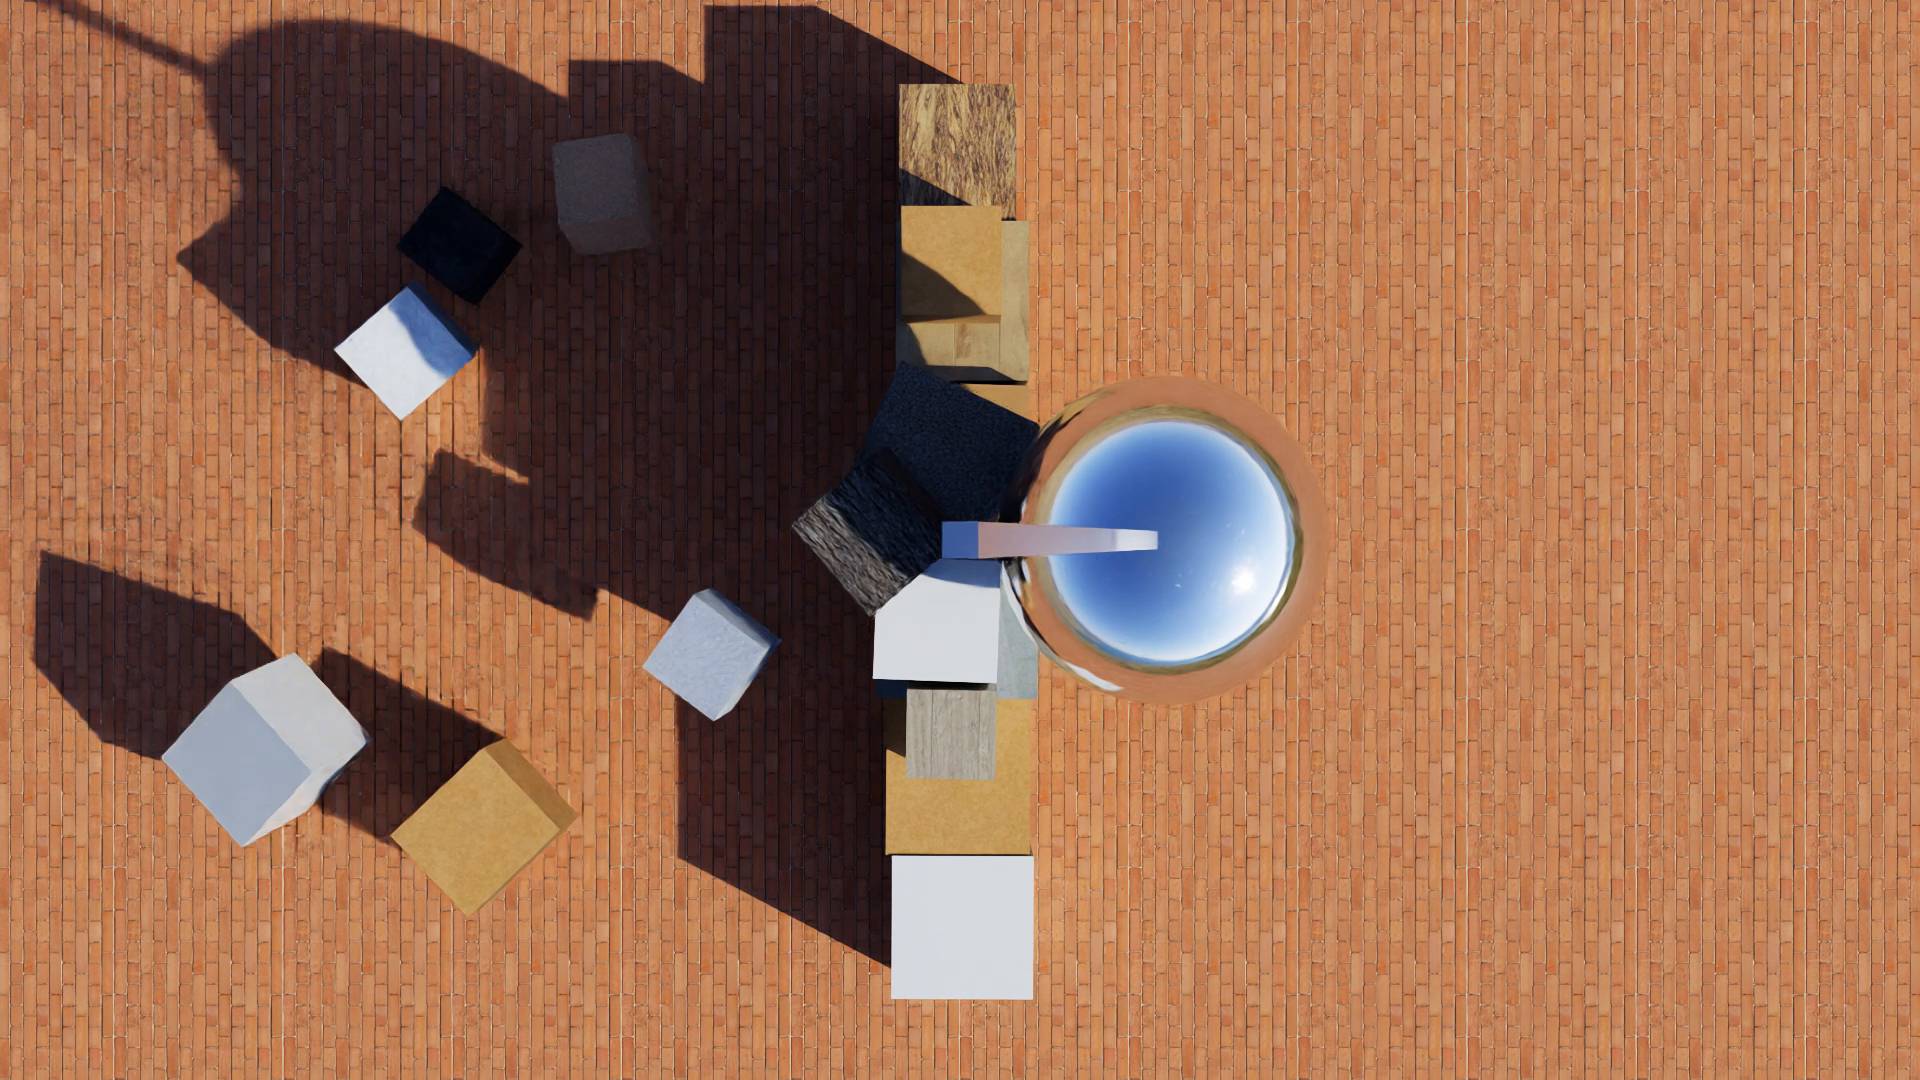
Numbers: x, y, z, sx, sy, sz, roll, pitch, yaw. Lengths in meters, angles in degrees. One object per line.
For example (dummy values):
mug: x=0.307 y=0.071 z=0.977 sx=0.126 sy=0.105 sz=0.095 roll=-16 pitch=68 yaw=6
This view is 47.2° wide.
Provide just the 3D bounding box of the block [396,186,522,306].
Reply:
block: x=-2.906 y=-1.707 z=12.789 sx=0.471 sy=0.423 sz=0.452 roll=38 pitch=90 yaw=0

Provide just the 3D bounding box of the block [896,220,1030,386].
block: x=0.013 y=-1.334 z=12.632 sx=0.747 sy=0.736 sz=0.891 roll=0 pitch=90 yaw=0

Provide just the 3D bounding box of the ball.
ball: x=0.977 y=0.000 z=10.653 sx=1.600 sy=1.600 sz=1.600 roll=0 pitch=90 yaw=0

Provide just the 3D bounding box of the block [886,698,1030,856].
block: x=-0.010 y=1.318 z=12.619 sx=0.801 sy=0.763 sz=0.874 roll=0 pitch=90 yaw=0

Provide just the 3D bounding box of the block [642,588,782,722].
block: x=-1.376 y=0.631 z=12.238 sx=0.498 sy=0.400 sz=0.501 roll=37 pitch=99 yaw=4

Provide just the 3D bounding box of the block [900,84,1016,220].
block: x=-0.012 y=-2.169 z=12.647 sx=0.656 sy=0.707 sz=0.760 roll=0 pitch=90 yaw=0

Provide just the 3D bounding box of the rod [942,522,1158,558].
rod: x=0.423 y=0.000 z=7.298 sx=0.080 sy=5.200 sz=0.080 roll=0 pitch=90 yaw=9

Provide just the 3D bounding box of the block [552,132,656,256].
block: x=-2.052 y=-1.990 z=12.693 sx=0.455 sy=0.494 sz=0.507 roll=-8 pitch=77 yaw=2

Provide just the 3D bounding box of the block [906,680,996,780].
block: x=-0.046 y=1.010 z=11.935 sx=0.476 sy=0.569 sz=0.475 roll=1 pitch=94 yaw=0

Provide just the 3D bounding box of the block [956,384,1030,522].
block: x=-0.002 y=-0.431 z=12.563 sx=0.748 sy=0.871 sz=0.861 roll=2 pitch=90 yaw=0

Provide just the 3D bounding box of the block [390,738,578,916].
block: x=-2.726 y=1.647 z=12.684 sx=0.715 sy=0.632 sz=0.636 roll=-43 pitch=90 yaw=0

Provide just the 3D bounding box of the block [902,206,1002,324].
block: x=-0.046 y=-1.500 z=12.028 sx=0.536 sy=0.473 sz=0.584 roll=0 pitch=90 yaw=0

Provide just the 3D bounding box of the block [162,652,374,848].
block: x=-3.949 y=1.191 z=12.566 sx=0.689 sy=0.636 sz=0.691 roll=47 pitch=111 yaw=3

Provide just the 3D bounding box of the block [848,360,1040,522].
block: x=-0.096 y=-0.423 z=11.742 sx=0.775 sy=0.740 sz=0.769 roll=25 pitch=92 yaw=2

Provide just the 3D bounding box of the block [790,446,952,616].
block: x=-0.411 y=-0.054 z=11.122 sx=0.545 sy=0.549 sz=0.605 roll=-40 pitch=91 yaw=9

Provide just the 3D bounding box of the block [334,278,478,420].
block: x=-3.176 y=-1.101 z=12.653 sx=0.543 sy=0.578 sz=0.535 roll=-41 pitch=104 yaw=0

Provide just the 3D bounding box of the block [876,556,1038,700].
block: x=-0.015 y=0.447 z=12.605 sx=0.896 sy=0.789 sz=0.868 roll=0 pitch=90 yaw=0

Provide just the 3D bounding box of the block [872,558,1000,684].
block: x=-0.120 y=0.421 z=11.892 sx=0.652 sy=0.639 sz=0.641 roll=2 pitch=90 yaw=0

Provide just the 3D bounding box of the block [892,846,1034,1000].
block: x=0.014 y=2.154 z=12.611 sx=0.787 sy=0.778 sz=0.794 roll=0 pitch=90 yaw=0
